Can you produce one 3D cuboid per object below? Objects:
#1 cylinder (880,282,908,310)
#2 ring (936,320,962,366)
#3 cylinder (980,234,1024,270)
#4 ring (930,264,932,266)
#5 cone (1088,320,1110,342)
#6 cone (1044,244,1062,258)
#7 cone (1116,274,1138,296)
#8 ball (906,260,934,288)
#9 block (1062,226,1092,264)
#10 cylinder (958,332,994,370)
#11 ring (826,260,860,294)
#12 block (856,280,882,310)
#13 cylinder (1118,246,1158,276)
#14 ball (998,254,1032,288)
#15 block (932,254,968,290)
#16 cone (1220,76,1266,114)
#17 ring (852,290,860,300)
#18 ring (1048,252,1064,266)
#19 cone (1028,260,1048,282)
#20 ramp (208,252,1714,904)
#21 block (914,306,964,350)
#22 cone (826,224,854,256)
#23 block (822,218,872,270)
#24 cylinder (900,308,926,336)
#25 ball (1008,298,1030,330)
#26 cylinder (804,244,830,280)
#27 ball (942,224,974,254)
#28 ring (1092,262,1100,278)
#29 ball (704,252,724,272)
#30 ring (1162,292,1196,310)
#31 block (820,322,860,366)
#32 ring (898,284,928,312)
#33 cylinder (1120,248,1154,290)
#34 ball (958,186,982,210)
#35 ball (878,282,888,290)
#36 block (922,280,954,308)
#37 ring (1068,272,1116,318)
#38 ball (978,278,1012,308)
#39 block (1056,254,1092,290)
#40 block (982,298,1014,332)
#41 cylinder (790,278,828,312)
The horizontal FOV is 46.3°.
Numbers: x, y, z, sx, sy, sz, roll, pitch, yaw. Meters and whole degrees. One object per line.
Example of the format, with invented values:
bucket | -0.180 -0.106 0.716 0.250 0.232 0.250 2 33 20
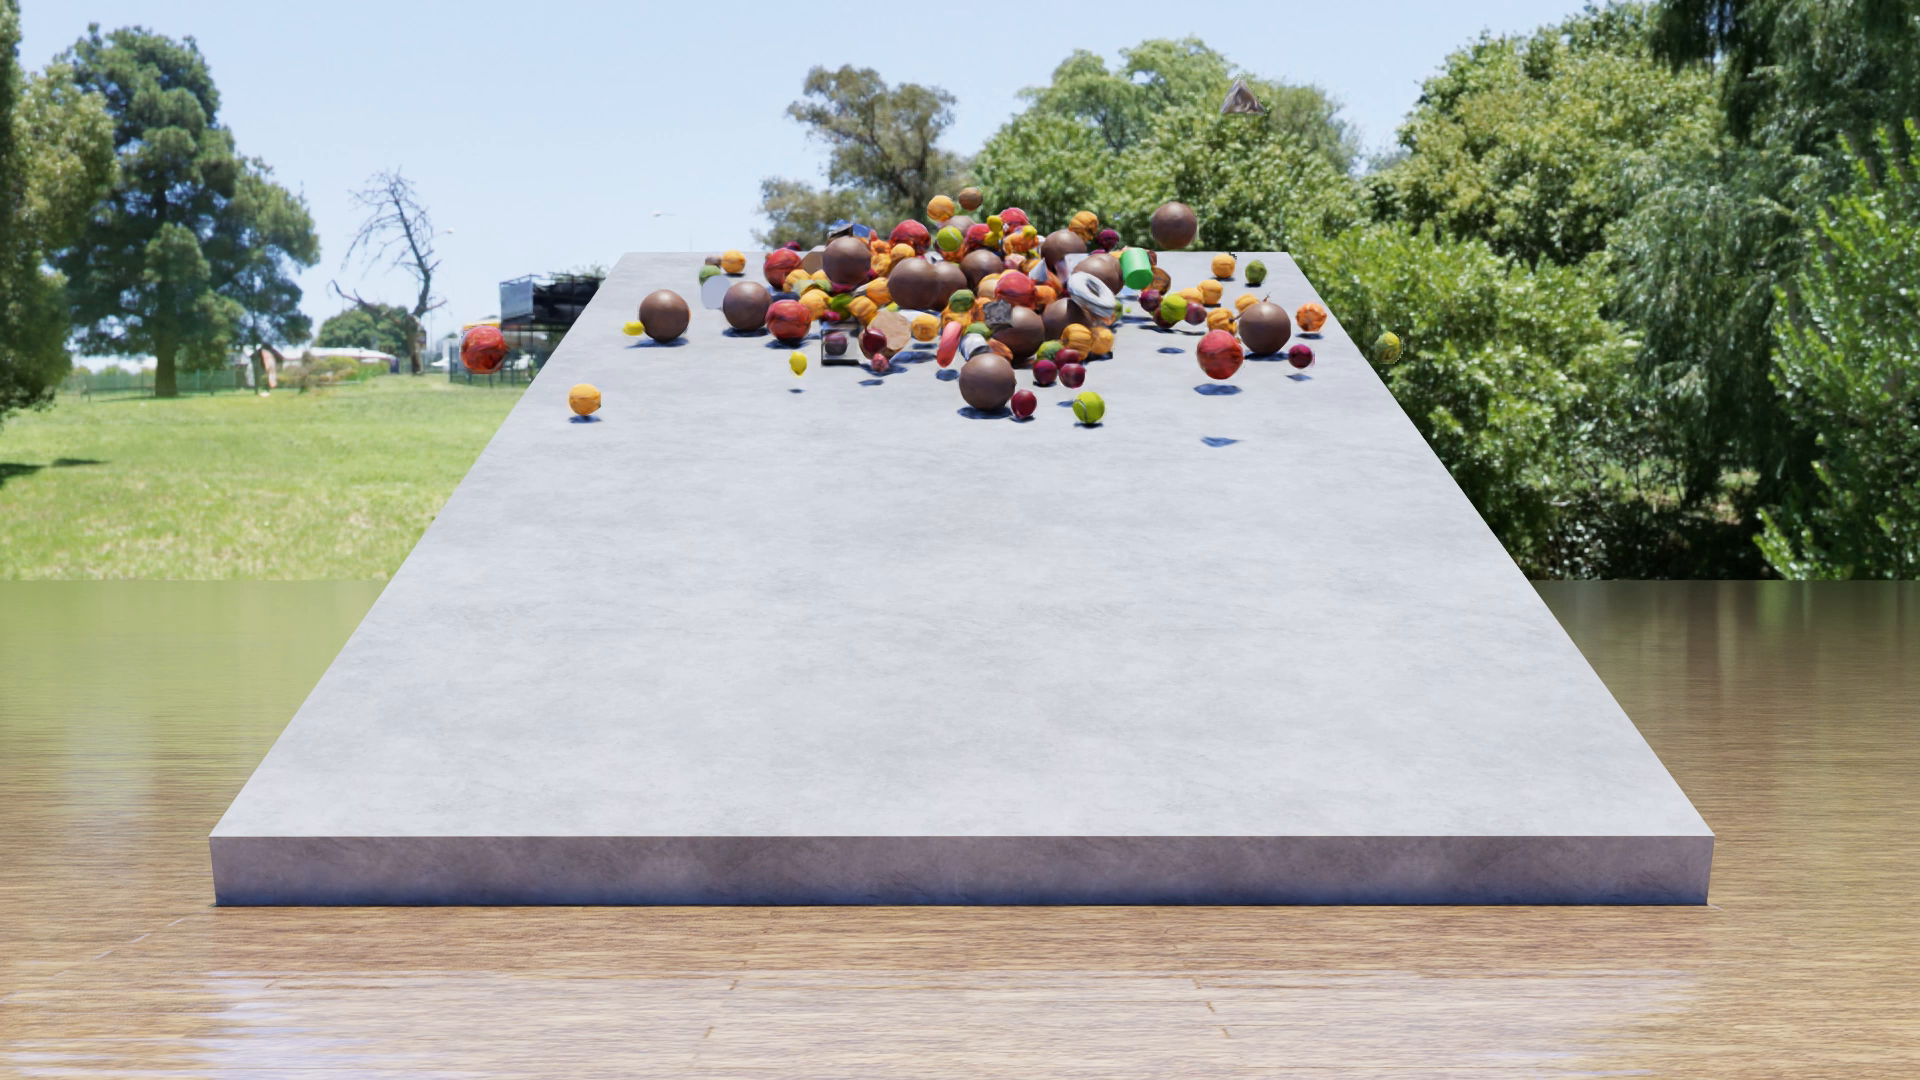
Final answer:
cylinder | -0.163 -0.645 5.922 0.070 0.070 0.070 1 5 -33
ring | -0.026 -0.467 5.339 0.038 0.114 0.114 17 0 2
cylinder | 0.122 -0.828 6.497 0.096 0.096 0.096 0 17 -21
ring | -0.045 -0.782 6.462 0.093 0.031 0.093 0 17 0
cone | 0.339 -0.522 5.686 0.060 0.060 0.060 0 -11 -27
cone | 0.268 -0.846 6.666 0.054 0.054 0.054 1 -14 -42
cone | 0.466 -0.700 6.138 0.067 0.067 0.067 0 8 -9
ball | -0.108 -0.707 5.965 0.073 0.073 0.073 0 -1 0
block | 0.326 -0.821 6.274 0.076 0.076 0.076 -6 -43 4
cylinder | 0.038 -0.442 5.265 0.066 0.066 0.066 0 32 -23
ring | -0.322 -0.725 6.179 0.117 0.039 0.117 40 -8 6
block | -0.241 -0.659 6.025 0.053 0.053 0.053 -27 22 -3
cylinder | 0.507 -0.794 6.416 0.083 0.083 0.083 12 6 33
ball | 0.154 -0.753 6.276 0.093 0.093 0.093 0 -1 0
block | -0.030 -0.747 6.270 0.085 0.085 0.085 -4 19 -12
cone | 0.613 -0.927 4.765 0.086 0.086 0.086 24 -6 -11
ring | -0.256 -0.673 6.141 0.075 0.025 0.075 -3 16 1
ring | 0.300 -0.824 6.592 0.087 0.029 0.087 1 18 0
cone | 0.215 -0.717 5.902 0.056 0.056 0.056 15 23 -7
ramp | -0.004 -0.191 4.891 2.000 0.100 4.000 0 18 0
block | -0.053 -0.517 5.610 0.087 0.087 0.087 22 32 7
cone | -0.314 -0.812 6.137 0.082 0.082 0.082 -20 16 6
block | -0.312 -0.820 6.226 0.098 0.098 0.098 17 27 7
cylinder | -0.117 -0.552 5.713 0.066 0.066 0.066 12 5 31
ball | 0.142 -0.582 5.782 0.080 0.080 0.080 0 -1 0
cylinder | -0.400 -0.792 6.402 0.085 0.085 0.085 0 26 2
ball | -0.005 -0.846 6.299 0.086 0.086 0.086 0 -1 0
ring | 0.355 -0.753 6.310 0.081 0.027 0.081 -3 -37 -3
ball | -0.712 -0.805 6.489 0.054 0.054 0.054 0 -1 0
ring | 0.589 -0.646 6.045 0.094 0.031 0.094 -3 24 1
block | -0.291 -0.478 5.452 0.089 0.089 0.089 0 18 1
ring | -0.121 -0.615 5.730 0.084 0.084 0.028 -1 38 39
cylinder | 0.463 -0.713 5.899 0.077 0.077 0.077 -6 -36 -5
ball | 0.028 -0.934 6.141 0.065 0.065 0.065 0 -1 0
ball | -0.200 -0.677 6.108 0.054 0.054 0.054 0 -1 0
block | -0.058 -0.665 6.058 0.061 0.061 0.061 18 26 42
ring | 0.325 -0.603 5.524 0.140 0.140 0.047 1 -41 -48
ball | 0.089 -0.635 5.822 0.089 0.089 0.089 0 -1 0
block | 0.307 -0.721 6.032 0.072 0.072 0.072 -2 -18 -21
block | 0.091 -0.534 5.330 0.055 0.055 0.055 -10 -13 17
cylinder | -0.403 -0.655 5.999 0.079 0.079 0.079 0 17 -23
